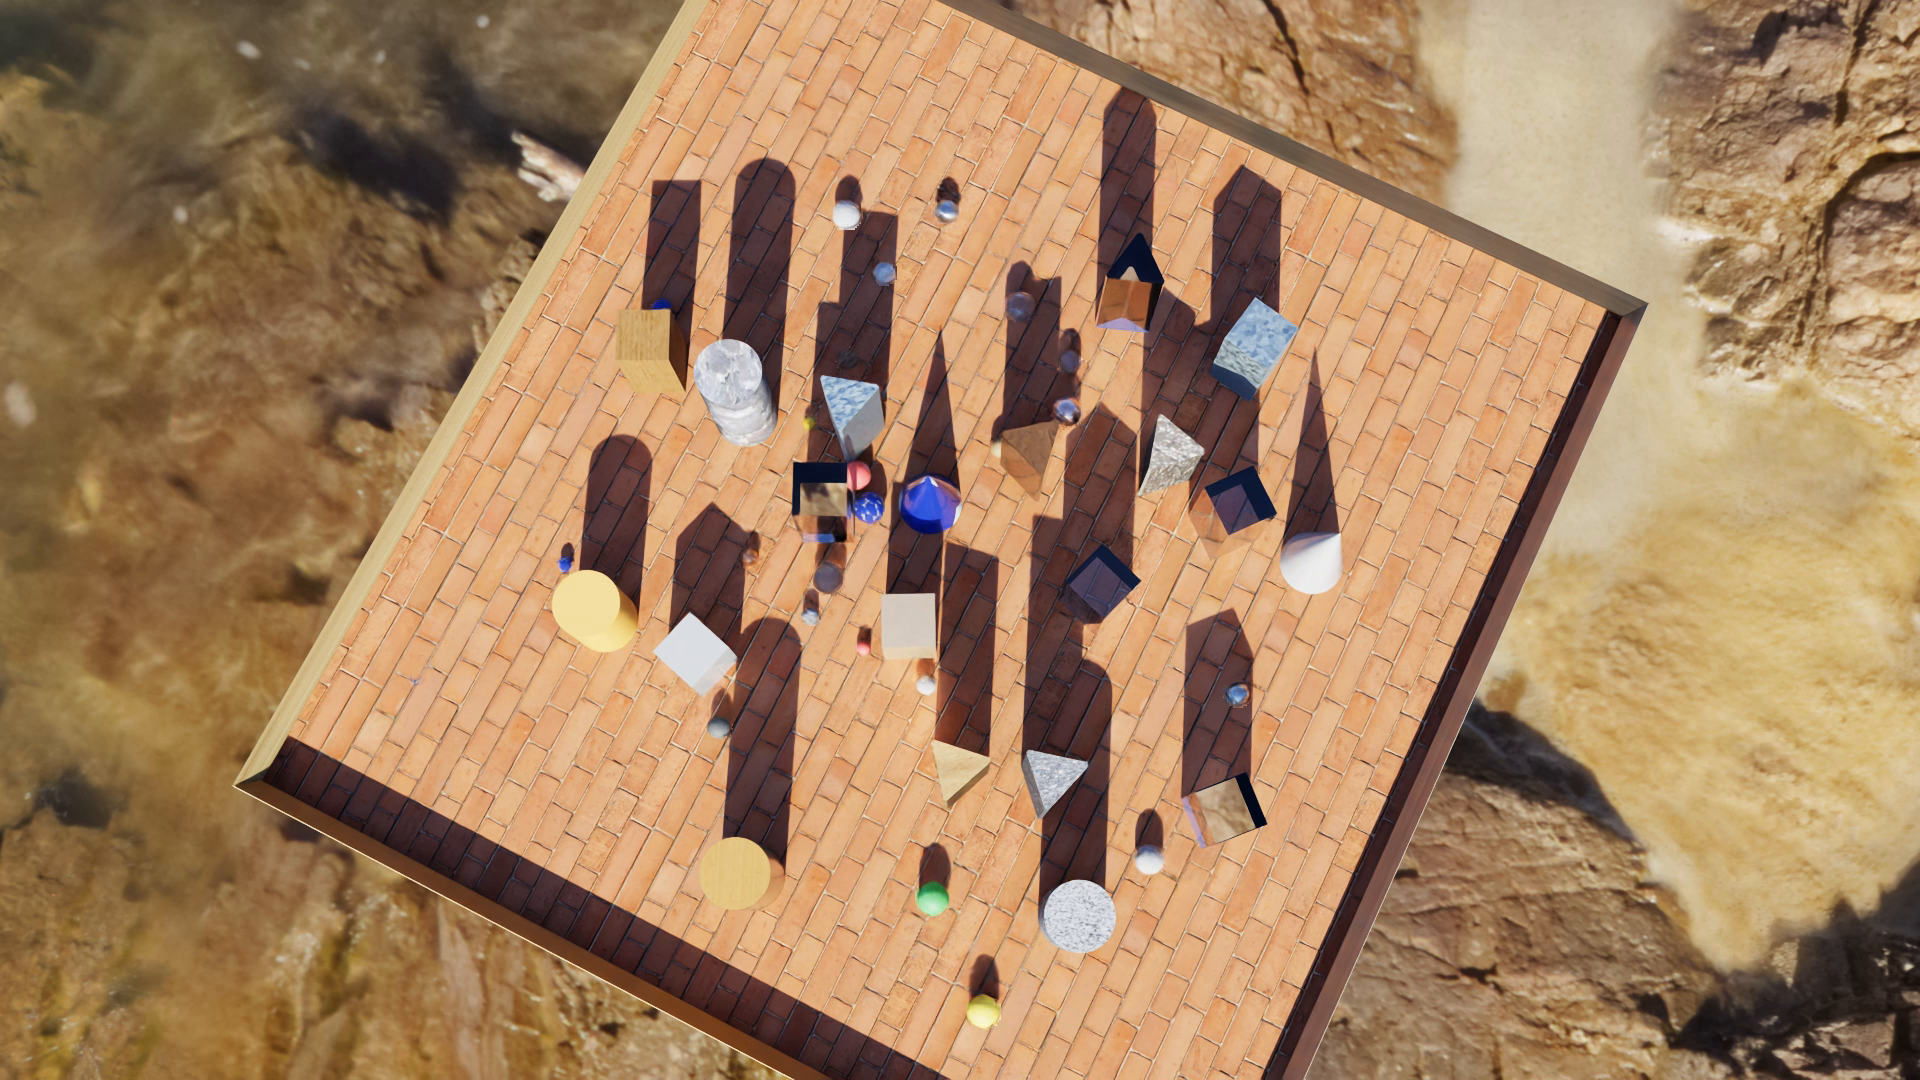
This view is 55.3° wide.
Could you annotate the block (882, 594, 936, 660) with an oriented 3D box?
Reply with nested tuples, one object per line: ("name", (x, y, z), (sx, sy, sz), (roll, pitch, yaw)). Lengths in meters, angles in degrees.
("block", (-0.150, 0.258, 5.438), (0.156, 0.245, 0.156), (-1, 78, 0))

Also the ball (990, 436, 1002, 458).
("ball", (0.126, -0.284, 5.641), (0.067, 0.067, 0.067), (0, 78, 0))

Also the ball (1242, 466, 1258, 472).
("ball", (0.890, -0.202, 5.630), (0.055, 0.055, 0.055), (0, 78, 0))

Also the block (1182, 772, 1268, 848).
("block", (0.759, 0.783, 5.288), (0.156, 0.326, 0.156), (-20, 79, -4))

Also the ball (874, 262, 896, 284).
("ball", (-0.237, -0.840, 5.756), (0.068, 0.068, 0.068), (0, 78, 0))

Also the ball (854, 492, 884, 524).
("ball", (-0.276, -0.098, 5.588), (0.095, 0.095, 0.095), (0, 78, 0))

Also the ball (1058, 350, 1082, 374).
("ball", (0.342, -0.553, 5.694), (0.073, 0.073, 0.073), (0, 78, 0))

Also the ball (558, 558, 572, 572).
("ball", (-1.203, 0.075, 5.578), (0.044, 0.044, 0.044), (0, 78, 0))

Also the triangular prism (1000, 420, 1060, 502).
("triangular prism", (0.235, -0.263, 5.490), (0.147, 0.354, 0.169), (-42, 81, -8))

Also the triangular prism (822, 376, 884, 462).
("triangular prism", (-0.344, -0.381, 5.476), (0.147, 0.430, 0.169), (40, 81, 8))

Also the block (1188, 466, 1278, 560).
("block", (0.805, -0.076, 5.439), (0.156, 0.379, 0.156), (-24, 79, -5))

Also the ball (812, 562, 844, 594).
("ball", (-0.398, 0.117, 5.544), (0.096, 0.096, 0.096), (0, 78, 0))

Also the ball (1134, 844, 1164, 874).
("ball", (0.557, 0.938, 5.378), (0.088, 0.088, 0.088), (0, 78, 0))

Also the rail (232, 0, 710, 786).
("rail", (-1.381, -0.669, 5.689), (0.045, 0.127, 3.217), (26, 80, 5))

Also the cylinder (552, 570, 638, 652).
("cylinder", (-1.075, 0.214, 5.417), (0.196, 0.304, 0.196), (0, 78, 0))

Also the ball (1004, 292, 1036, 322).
("ball", (0.187, -0.727, 5.717), (0.098, 0.098, 0.098), (0, 78, 0))

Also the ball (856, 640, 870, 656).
("ball", (-0.291, 0.326, 5.527), (0.044, 0.044, 0.044), (0, 78, 0))

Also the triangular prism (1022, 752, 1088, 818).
("triangular prism", (0.238, 0.673, 5.233), (0.147, 0.477, 0.169), (42, 81, 8))

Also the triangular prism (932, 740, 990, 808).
("triangular prism", (-0.028, 0.651, 5.276), (0.169, 0.403, 0.147), (-41, 81, -8))

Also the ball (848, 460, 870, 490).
("ball", (-0.318, -0.198, 5.611), (0.091, 0.091, 0.091), (0, 78, 0))

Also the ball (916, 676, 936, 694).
("ball", (-0.103, 0.434, 5.497), (0.058, 0.058, 0.058), (0, 78, 0))

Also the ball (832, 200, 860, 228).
("ball", (-0.359, -1.027, 5.784), (0.089, 0.089, 0.089), (0, 78, 0))

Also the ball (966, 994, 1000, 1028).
("ball", (0.066, 1.360, 5.287), (0.093, 0.093, 0.093), (0, 78, 0))

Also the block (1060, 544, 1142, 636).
("block", (0.411, 0.151, 5.421), (0.156, 0.322, 0.156), (44, 82, 8))

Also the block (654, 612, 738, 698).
("block", (-0.779, 0.342, 5.423), (0.156, 0.241, 0.156), (41, 81, 8))

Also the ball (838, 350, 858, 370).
("ball", (-0.348, -0.562, 5.700), (0.063, 0.063, 0.063), (0, 78, 0))

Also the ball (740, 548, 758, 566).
("ball", (-0.641, 0.054, 5.578), (0.054, 0.054, 0.054), (0, 78, 0))

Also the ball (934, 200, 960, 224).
("ball", (-0.041, -1.038, 5.792), (0.077, 0.077, 0.077), (0, 78, 0))

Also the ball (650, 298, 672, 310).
("ball", (-0.933, -0.720, 5.731), (0.068, 0.068, 0.068), (0, 78, 0))

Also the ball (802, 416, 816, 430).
("ball", (-0.466, -0.362, 5.671), (0.040, 0.040, 0.040), (0, 78, 0))

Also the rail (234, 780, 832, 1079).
("rail", (-0.709, 1.395, 5.262), (3.135, 0.127, 0.045), (26, 80, 5))

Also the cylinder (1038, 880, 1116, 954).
("cylinder", (0.326, 1.065, 5.184), (0.196, 0.416, 0.196), (0, 78, 0))

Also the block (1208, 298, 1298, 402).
("block", (0.886, -0.571, 5.552), (0.156, 0.357, 0.156), (36, 81, 7))

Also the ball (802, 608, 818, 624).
("ball", (-0.454, 0.229, 5.543), (0.051, 0.051, 0.051), (0, 78, 0))

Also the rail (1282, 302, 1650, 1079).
("rail", (1.381, 0.683, 5.409), (0.045, 0.127, 3.217), (26, 80, 5))

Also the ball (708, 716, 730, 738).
("ball", (-0.720, 0.559, 5.466), (0.068, 0.068, 0.068), (0, 78, 0))

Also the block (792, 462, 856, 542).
("block", (-0.402, -0.108, 5.442), (0.156, 0.385, 0.156), (1, 78, 0))

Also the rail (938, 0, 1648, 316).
("rail", (0.709, -1.381, 5.837), (3.135, 0.127, 0.045), (26, 80, 5))

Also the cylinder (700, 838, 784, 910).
("cylinder", (-0.614, 0.952, 5.203), (0.196, 0.424, 0.196), (0, 78, 0))

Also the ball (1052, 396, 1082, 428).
("ball", (0.328, -0.394, 5.651), (0.093, 0.093, 0.093), (0, 78, 0))

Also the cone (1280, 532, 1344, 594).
("cone", (1.075, 0.024, 5.388), (0.196, 0.437, 0.196), (0, 78, 0))

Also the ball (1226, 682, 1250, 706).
("ball", (0.830, 0.461, 5.486), (0.069, 0.069, 0.069), (0, 78, 0))

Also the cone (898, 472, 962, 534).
("cone", (-0.091, -0.150, 5.464), (0.196, 0.360, 0.196), (0, 78, 0))

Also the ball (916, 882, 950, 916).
("ball", (-0.079, 1.048, 5.351), (0.096, 0.096, 0.096), (0, 78, 0))

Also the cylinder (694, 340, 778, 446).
("cylinder", (-0.663, -0.432, 5.465), (0.196, 0.473, 0.196), (0, 78, 0))

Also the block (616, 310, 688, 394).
("block", (-0.933, -0.570, 5.559), (0.156, 0.343, 0.156), (0, 78, 0))

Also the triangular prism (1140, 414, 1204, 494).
("triangular prism", (0.609, -0.266, 5.502), (0.169, 0.331, 0.147), (-18, 79, -4))

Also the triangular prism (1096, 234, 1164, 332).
("triangular prism", (0.517, -0.780, 5.547), (0.169, 0.452, 0.147), (6, 78, 1))
